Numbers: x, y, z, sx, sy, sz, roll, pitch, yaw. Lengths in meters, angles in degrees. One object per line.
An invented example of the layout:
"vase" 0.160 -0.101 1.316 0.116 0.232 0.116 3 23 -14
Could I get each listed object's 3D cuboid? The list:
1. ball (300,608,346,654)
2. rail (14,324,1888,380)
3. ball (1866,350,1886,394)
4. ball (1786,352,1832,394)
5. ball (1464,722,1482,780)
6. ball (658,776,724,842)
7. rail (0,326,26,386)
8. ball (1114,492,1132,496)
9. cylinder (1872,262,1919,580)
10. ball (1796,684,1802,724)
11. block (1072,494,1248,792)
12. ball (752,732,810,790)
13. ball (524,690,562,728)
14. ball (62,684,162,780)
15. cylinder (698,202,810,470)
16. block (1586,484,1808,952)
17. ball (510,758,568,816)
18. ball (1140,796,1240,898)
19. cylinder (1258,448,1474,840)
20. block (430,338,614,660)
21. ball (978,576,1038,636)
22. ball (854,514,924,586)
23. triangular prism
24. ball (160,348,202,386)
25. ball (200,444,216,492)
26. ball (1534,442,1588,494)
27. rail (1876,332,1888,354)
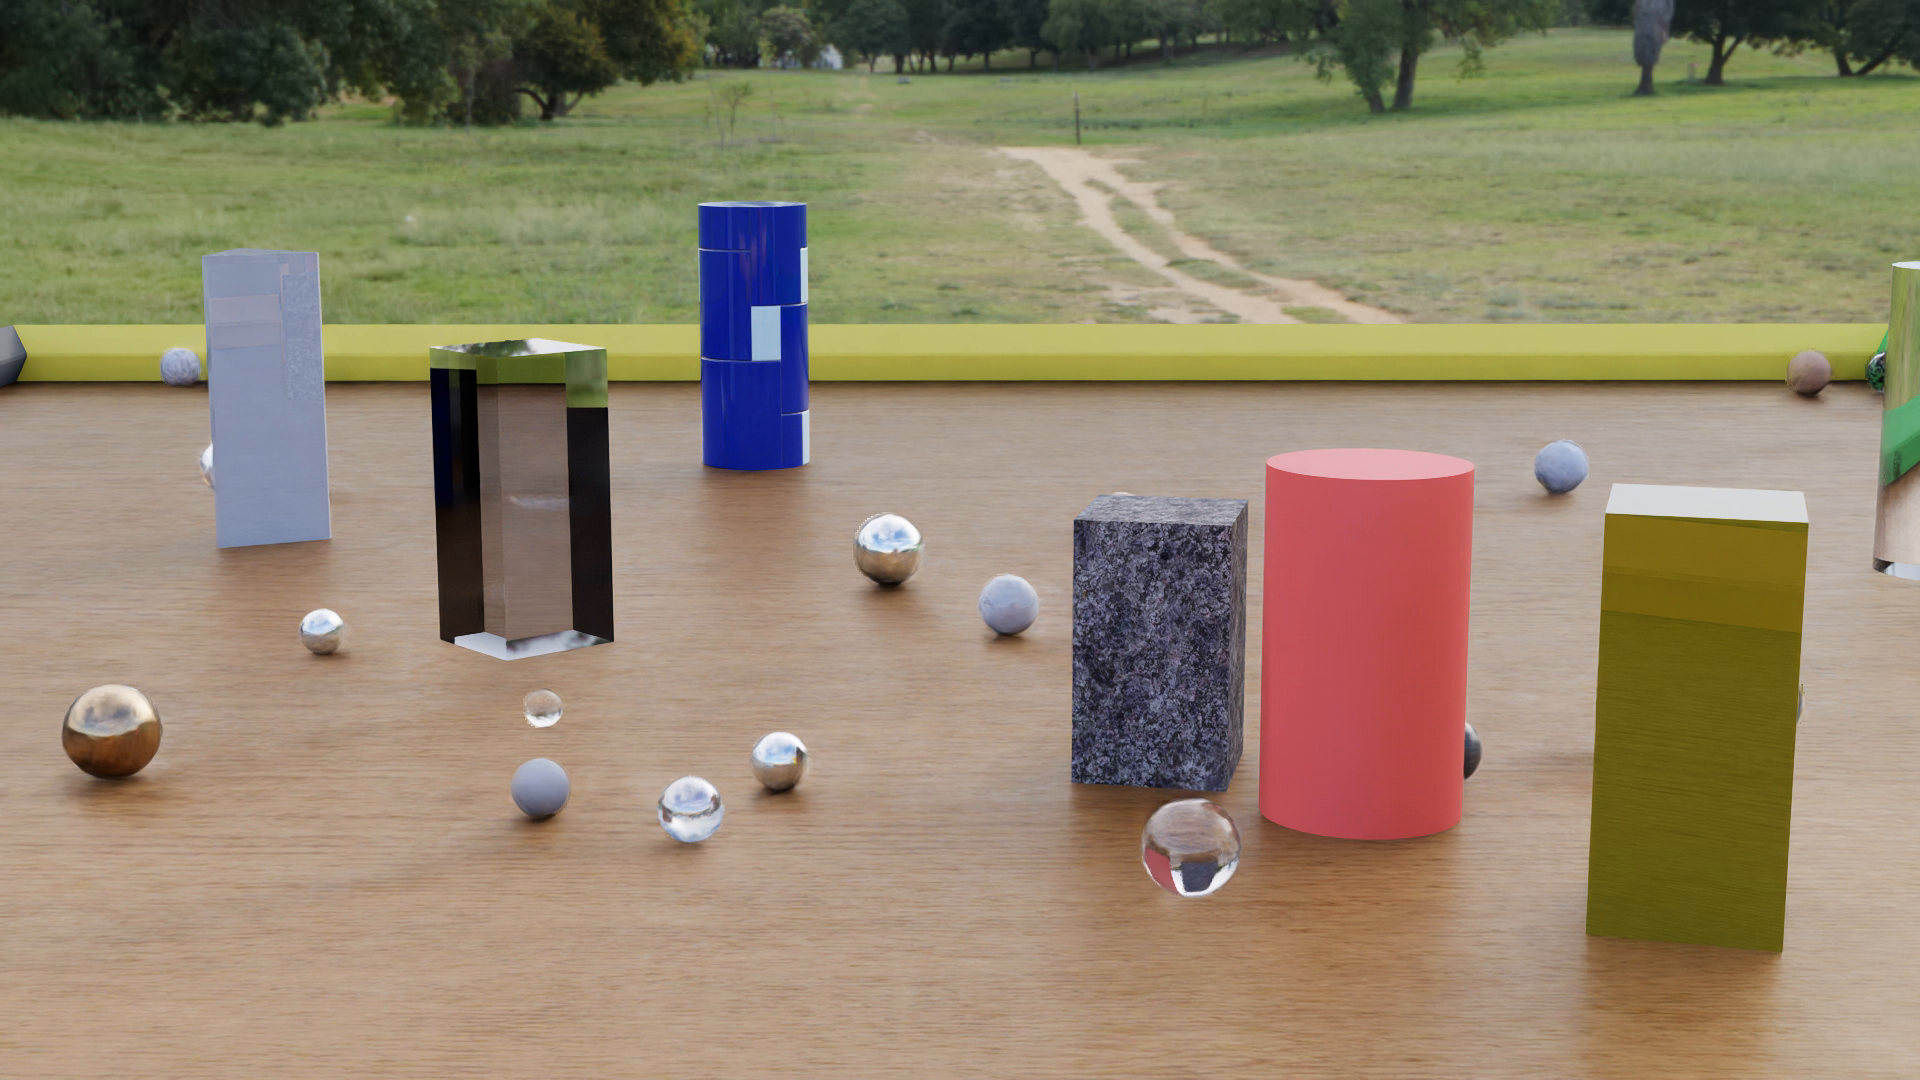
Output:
"ball" -0.799 0.115 3.217 0.057 0.057 0.057 0 10 0
"rail" -0.015 -0.436 5.985 4.391 0.130 0.045 0 10 0
"ball" 2.088 -0.377 5.759 0.098 0.098 0.098 0 10 0
"ball" 1.902 -0.374 5.748 0.097 0.097 0.097 0 10 0
"ball" 0.500 0.216 2.630 0.071 0.071 0.071 0 10 0
"ball" -0.256 0.256 2.436 0.063 0.063 0.063 0 10 0
"rail" -2.172 0.036 3.436 0.045 0.130 5.206 0 10 0
"ball" 0.257 -0.046 4.077 0.060 0.060 0.060 0 10 0
"cylinder" 1.439 -0.174 3.711 0.200 0.443 0.200 0 10 0
"ball" 0.862 0.175 2.781 0.097 0.097 0.097 0 10 0
"block" 0.210 0.104 2.676 0.160 0.275 0.160 2 11 12
"ball" -0.183 0.225 2.610 0.060 0.060 0.060 0 10 0
"ball" -0.464 0.187 2.860 0.043 0.043 0.043 0 10 0
"ball" -0.876 0.198 2.650 0.099 0.099 0.099 0 10 0
"cylinder" -0.380 -0.380 4.735 0.200 0.477 0.200 0 10 0
"block" 0.630 0.147 2.200 0.160 0.363 0.160 3 11 16
"ball" -0.413 0.243 2.521 0.057 0.057 0.057 0 10 0
"ball" 0.205 0.272 2.276 0.089 0.089 0.089 0 10 0
"cylinder" 0.396 0.097 2.513 0.200 0.347 0.200 0 10 0
"block" -0.556 -0.056 3.258 0.160 0.377 0.160 -9 14 -41
"ball" 0.063 0.084 3.321 0.078 0.078 0.078 0 10 0
"ball" -0.100 0.014 3.641 0.100 0.100 0.100 0 10 0
"triangular prism" -1.093 -0.226 3.992 0.173 0.445 0.150 -5 12 -27
"ball" -1.789 -0.397 5.889 0.091 0.091 0.091 0 10 0
"ball" -1.259 -0.126 4.413 0.094 0.094 0.094 0 10 0
"ball" 1.036 -0.126 4.425 0.089 0.089 0.089 0 10 0
"rail" 2.172 0.031 3.461 0.045 0.130 5.206 0 10 0
